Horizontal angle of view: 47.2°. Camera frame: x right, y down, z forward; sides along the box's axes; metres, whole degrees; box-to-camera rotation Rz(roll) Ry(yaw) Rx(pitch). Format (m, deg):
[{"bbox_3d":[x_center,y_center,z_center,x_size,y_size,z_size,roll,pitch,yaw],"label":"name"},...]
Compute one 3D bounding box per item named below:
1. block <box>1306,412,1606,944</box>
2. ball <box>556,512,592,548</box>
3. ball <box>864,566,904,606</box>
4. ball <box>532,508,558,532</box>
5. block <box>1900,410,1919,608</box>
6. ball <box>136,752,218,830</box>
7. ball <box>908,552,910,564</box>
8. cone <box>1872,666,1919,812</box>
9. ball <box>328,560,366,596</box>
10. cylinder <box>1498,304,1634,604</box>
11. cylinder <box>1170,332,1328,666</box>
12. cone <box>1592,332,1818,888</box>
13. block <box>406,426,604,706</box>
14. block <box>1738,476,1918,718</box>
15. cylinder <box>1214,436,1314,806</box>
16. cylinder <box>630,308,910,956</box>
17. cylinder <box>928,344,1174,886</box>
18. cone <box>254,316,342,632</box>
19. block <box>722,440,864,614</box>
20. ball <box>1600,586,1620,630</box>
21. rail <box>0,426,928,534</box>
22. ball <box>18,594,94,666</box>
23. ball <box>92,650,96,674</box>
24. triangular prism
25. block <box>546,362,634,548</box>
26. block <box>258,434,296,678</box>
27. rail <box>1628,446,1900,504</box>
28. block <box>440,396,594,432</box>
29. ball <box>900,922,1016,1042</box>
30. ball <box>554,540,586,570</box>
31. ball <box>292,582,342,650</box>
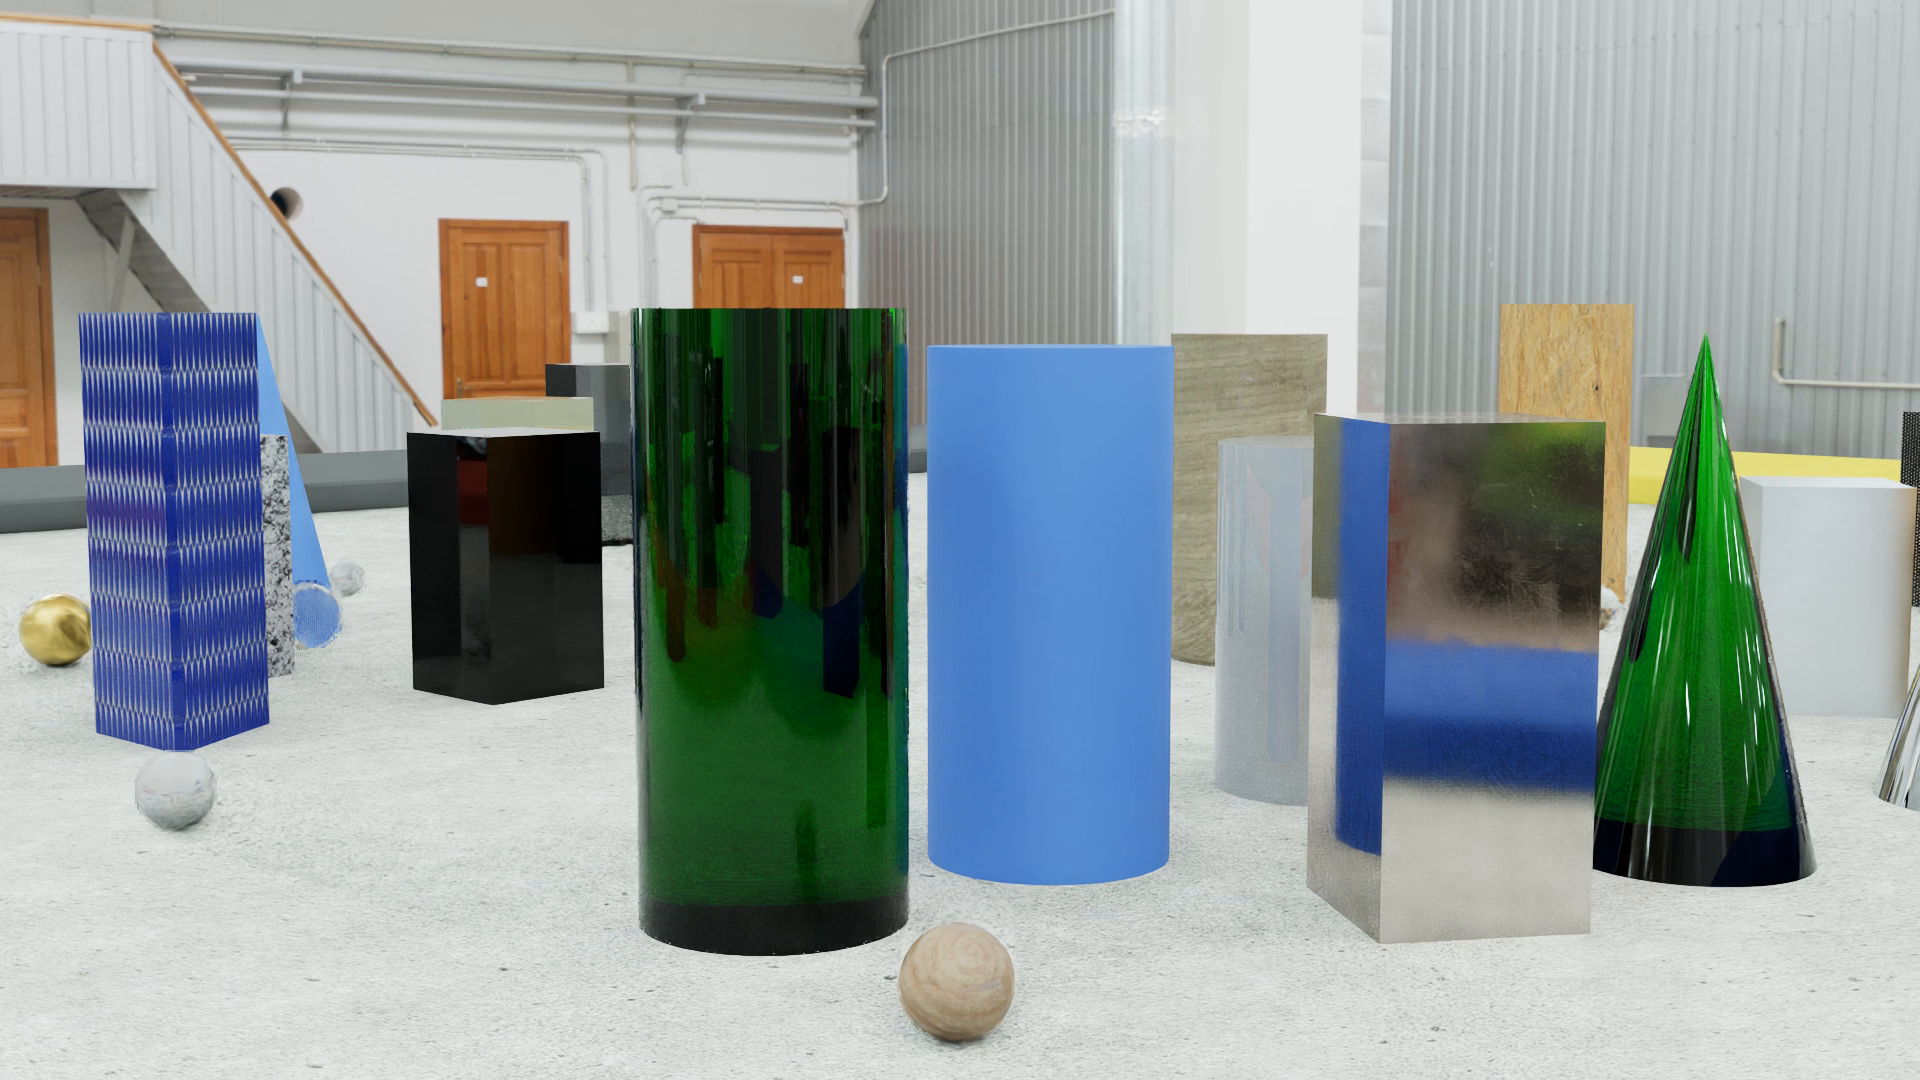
[{"bbox_3d":[0.360,0.093,1.622,0.159,0.367,0.159,-1,6,-10],"label":"block"},{"bbox_3d":[-0.723,-0.018,4.124,0.068,0.068,0.068,0,6,0],"label":"ball"},{"bbox_3d":[-0.115,0.070,3.322,0.061,0.061,0.061,0,6,0],"label":"ball"},{"bbox_3d":[-0.835,-0.040,4.424,0.051,0.051,0.051,0,6,0],"label":"ball"},{"bbox_3d":[1.530,-0.045,3.298,0.159,0.293,0.159,-3,7,-25],"label":"block"},{"bbox_3d":[-0.675,0.216,1.896,0.066,0.066,0.066,0,6,0],"label":"ball"},{"bbox_3d":[-0.131,0.029,3.526,0.099,0.099,0.099,0,6,0],"label":"ball"},{"bbox_3d":[0.941,0.067,1.992,0.198,0.343,0.198,0,6,0],"label":"cone"},{"bbox_3d":[-0.959,0.060,3.440,0.056,0.056,0.056,0,6,0],"label":"ball"},{"bbox_3d":[0.927,-0.134,3.381,0.198,0.454,0.198,0,6,0],"label":"cylinder"},{"bbox_3d":[0.369,-0.057,2.824,0.198,0.415,0.198,0,6,0],"label":"cylinder"},{"bbox_3d":[0.596,0.045,1.780,0.198,0.431,0.198,0,6,0],"label":"cone"},{"bbox_3d":[-0.533,0.025,2.583,0.159,0.304,0.159,5,8,42],"label":"block"},{"bbox_3d":[0.972,0.060,2.485,0.159,0.253,0.159,1,6,10],"label":"block"},{"bbox_3d":[0.339,0.070,2.057,0.198,0.323,0.198,0,6,0],"label":"cylinder"},{"bbox_3d":[-0.136,0.056,1.597,0.198,0.446,0.198,0,6,0],"label":"cylinder"},{"bbox_3d":[0.073,0.051,1.786,0.198,0.416,0.198,0,6,0],"label":"cylinder"},{"bbox_3d":[-0.962,-0.093,3.036,0.198,0.443,0.198,0,6,0],"label":"cone"},{"bbox_3d":[-0.254,-0.024,3.337,0.159,0.243,0.159,-3,7,-29],"label":"block"},{"bbox_3d":[0.888,0.094,3.069,0.065,0.065,0.065,0,6,0],"label":"ball"},{"bbox_3d":[-1.403,-0.124,4.844,4.717,0.129,0.045,-5,8,-42],"label":"rail"},{"bbox_3d":[-1.132,0.113,2.760,0.091,0.091,0.091,0,6,0],"label":"ball"},{"bbox_3d":[-0.945,0.136,2.523,0.095,0.095,0.095,0,6,0],"label":"ball"},{"bbox_3d":[-0.801,-0.016,2.308,0.172,0.442,0.149,5,8,42],"label":"triangular prism"},{"bbox_3d":[-0.685,-0.167,4.237,0.159,0.343,0.159,-5,8,-41],"label":"block"},{"bbox_3d":[-0.928,0.021,2.671,0.159,0.293,0.159,4,7,35],"label":"block"},{"bbox_3d":[1.716,-0.131,4.907,0.045,0.129,4.184,-5,8,-42],"label":"rail"},{"bbox_3d":[-0.650,-0.051,3.249,0.159,0.316,0.159,2,6,22],"label":"block"},{"bbox_3d":[-0.002,0.270,1.346,0.072,0.072,0.072,0,6,0],"label":"ball"},{"bbox_3d":[-0.671,0.026,3.785,0.052,0.052,0.052,0,6,0],"label":"ball"},{"bbox_3d":[-0.862,0.100,2.901,0.088,0.088,0.088,0,6,0],"label":"ball"}]
